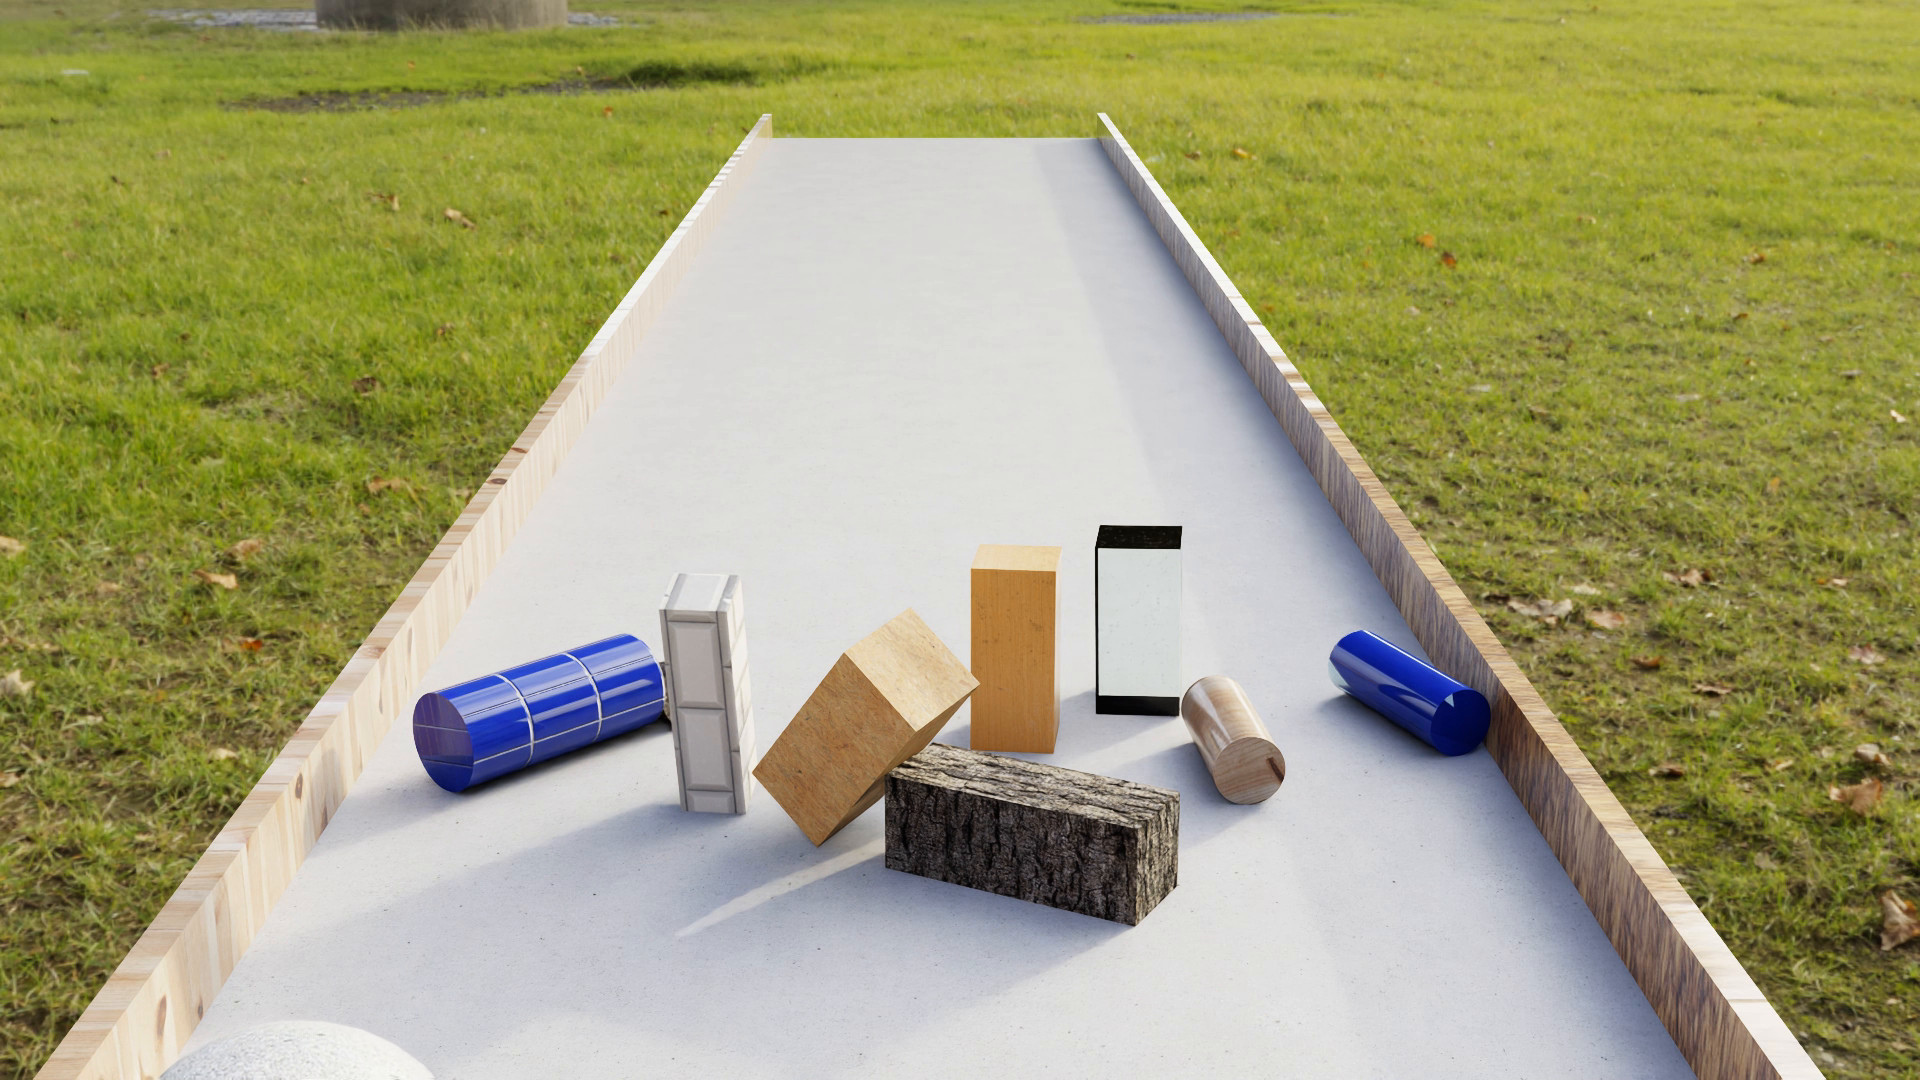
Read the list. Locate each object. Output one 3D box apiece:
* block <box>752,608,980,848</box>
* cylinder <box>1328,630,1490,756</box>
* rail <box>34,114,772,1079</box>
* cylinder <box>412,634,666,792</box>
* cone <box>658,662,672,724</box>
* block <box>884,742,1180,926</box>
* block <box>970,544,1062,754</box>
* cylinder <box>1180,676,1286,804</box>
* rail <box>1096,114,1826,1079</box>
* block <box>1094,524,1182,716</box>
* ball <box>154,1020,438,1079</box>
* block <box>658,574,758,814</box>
[{"bbox_3d":[-0.154,0.301,3.496,0.163,0.371,0.163,47,45,9],"label":"block"},{"bbox_3d":[0.826,0.279,4.067,0.126,0.126,0.350,-6,18,-21],"label":"cylinder"},{"bbox_3d":[-1.118,-0.838,7.780,0.050,0.150,12.000,0,17,-1],"label":"rail"},{"bbox_3d":[-0.742,0.301,3.903,0.177,0.177,0.420,15,22,40],"label":"cylinder"},{"bbox_3d":[-0.646,0.276,4.187,0.388,0.129,0.129,2,14,42],"label":"cone"},{"bbox_3d":[0.110,0.453,3.427,0.432,0.159,0.159,9,19,27],"label":"block"},{"bbox_3d":[0.102,0.195,3.970,0.150,0.343,0.150,2,17,6],"label":"block"},{"bbox_3d":[0.475,0.346,3.847,0.123,0.123,0.302,-1,17,-5],"label":"cylinder"},{"bbox_3d":[0.932,-0.844,7.801,0.050,0.150,12.000,0,17,-1],"label":"rail"},{"bbox_3d":[0.338,0.150,4.146,0.157,0.325,0.157,1,17,7],"label":"block"},{"bbox_3d":[-0.683,0.686,2.240,0.387,0.387,0.387,0,17,0],"label":"ball"},{"bbox_3d":[-0.413,0.256,3.636,0.111,0.400,0.111,2,30,6],"label":"block"}]
